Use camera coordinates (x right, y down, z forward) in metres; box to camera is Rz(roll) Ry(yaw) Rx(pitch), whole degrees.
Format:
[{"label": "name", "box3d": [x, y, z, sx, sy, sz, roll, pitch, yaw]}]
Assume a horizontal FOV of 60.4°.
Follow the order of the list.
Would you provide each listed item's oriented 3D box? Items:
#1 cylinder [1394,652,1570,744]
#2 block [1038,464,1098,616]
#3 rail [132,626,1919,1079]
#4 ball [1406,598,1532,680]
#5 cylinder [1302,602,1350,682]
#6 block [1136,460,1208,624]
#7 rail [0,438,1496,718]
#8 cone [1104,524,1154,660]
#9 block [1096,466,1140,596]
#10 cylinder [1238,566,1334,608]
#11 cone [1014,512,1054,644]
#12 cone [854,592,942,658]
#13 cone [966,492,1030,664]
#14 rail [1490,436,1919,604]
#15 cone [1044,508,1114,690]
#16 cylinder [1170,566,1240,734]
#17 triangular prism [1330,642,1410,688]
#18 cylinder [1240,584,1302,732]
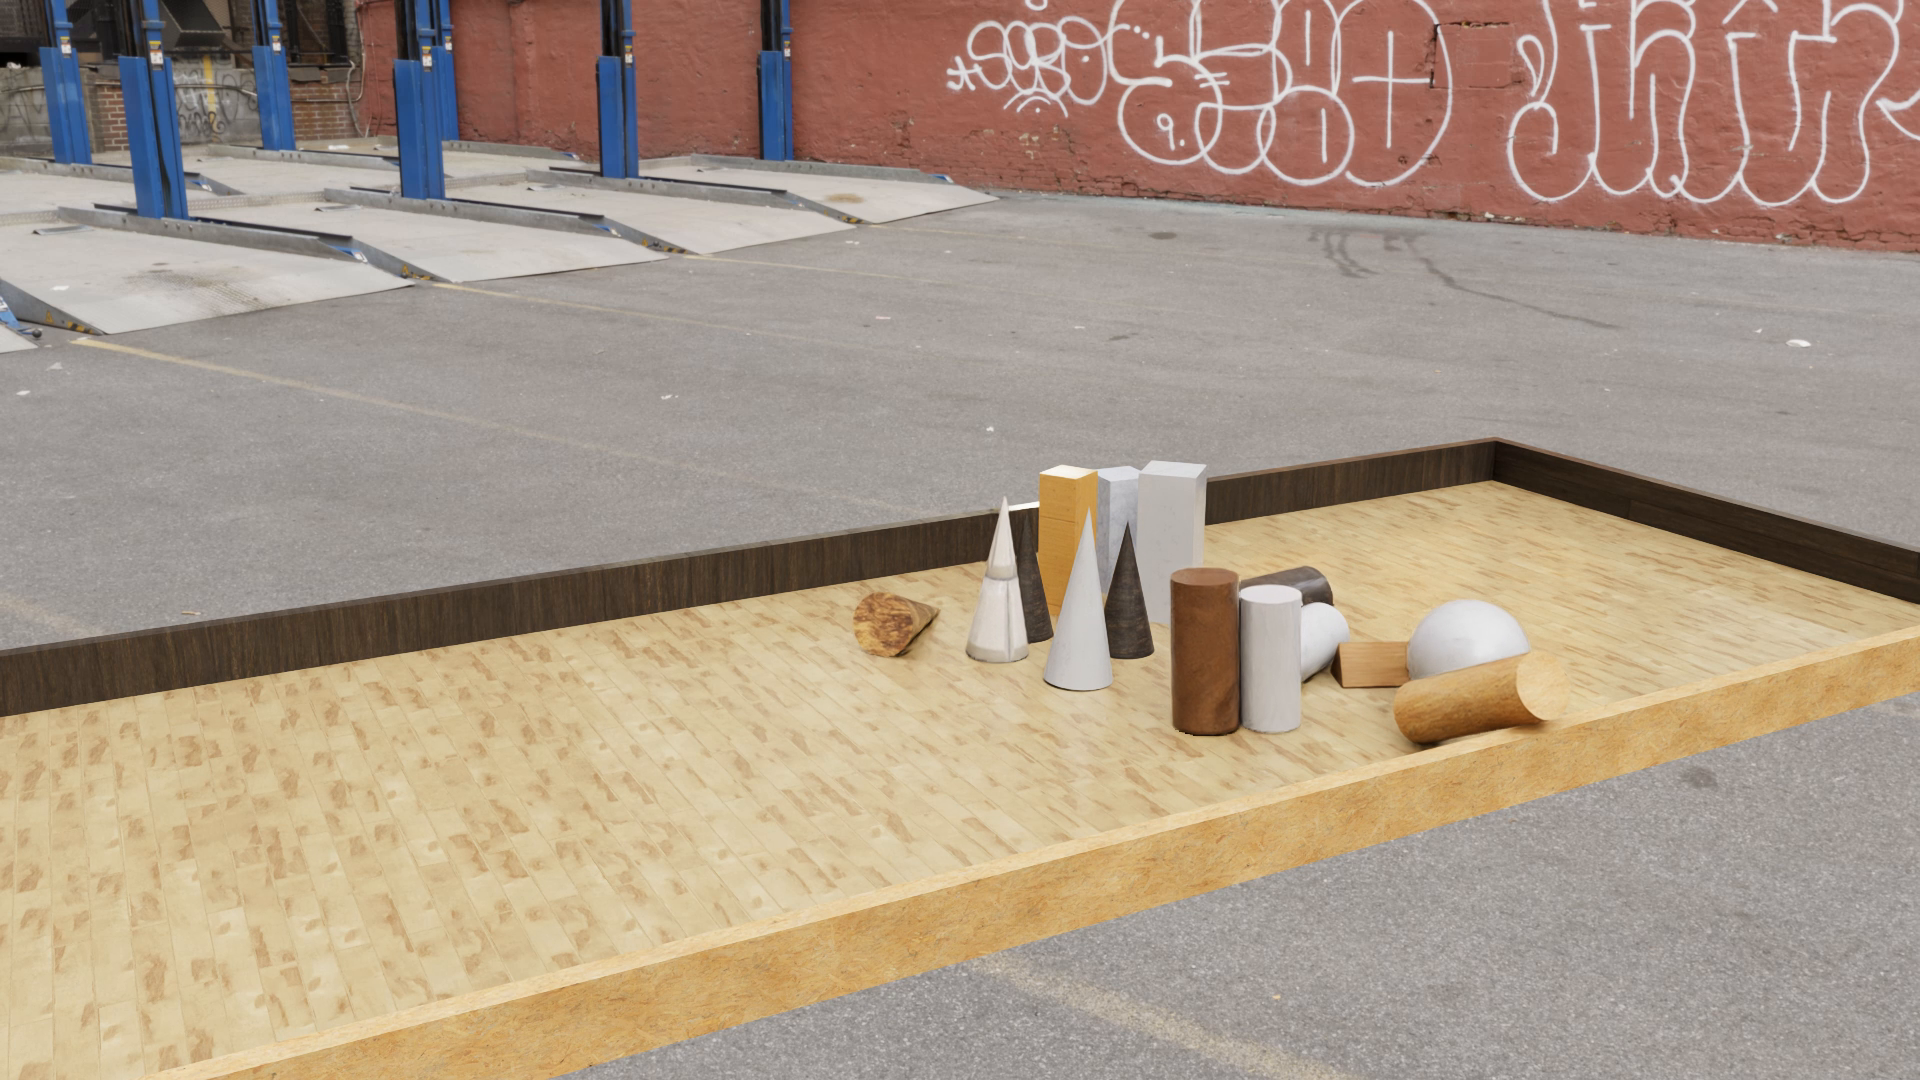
[{"label": "cylinder", "box3d": [1.135, 0.349, 3.611, 0.146, 0.146, 0.391, -9, -10, -27]}, {"label": "block", "box3d": [0.301, 0.005, 4.624, 0.118, 0.403, 0.118, 11, 20, 33]}, {"label": "rail", "box3d": [-2.336, 1.006, 1.665, 12.000, 0.150, 0.050, -9, 18, -27]}, {"label": "ball", "box3d": [1.201, 0.281, 3.897, 0.283, 0.283, 0.283, 0, 16, 0]}, {"label": "cylinder", "box3d": [0.832, 0.275, 4.135, 0.160, 0.160, 0.330, 12, 20, 36]}, {"label": "block", "box3d": [0.585, 0.007, 4.583, 0.157, 0.421, 0.157, 6, 17, 19]}, {"label": "rail", "box3d": [-3.305, 0.497, 3.399, 12.000, 0.150, 0.050, -9, 18, -27]}, {"label": "cone", "box3d": [0.435, 0.118, 4.323, 0.162, 0.355, 0.162, 0, 16, 0]}, {"label": "block", "box3d": [0.466, -0.029, 4.845, 0.141, 0.343, 0.141, -7, 18, -23]}, {"label": "cylinder", "box3d": [0.814, 0.185, 4.412, 0.341, 0.177, 0.177, -11, 19, -32]}, {"label": "cone", "box3d": [0.177, 0.087, 4.439, 0.157, 0.349, 0.157, 0, 16, 0]}, {"label": "cone", "box3d": [-0.127, 0.209, 4.496, 0.171, 0.171, 0.409, 7, 6, 21]}, {"label": "cone", "box3d": [0.106, 0.084, 4.270, 0.169, 0.439, 0.169, 2, 20, -1]}, {"label": "rail", "box3d": [2.466, -0.048, 5.253, 0.050, 0.150, 2.100, -9, 18, -27]}, {"label": "cone", "box3d": [0.307, 0.131, 4.099, 0.178, 0.448, 0.178, 2, 16, -1]}, {"label": "cylinder", "box3d": [0.570, 0.256, 3.832, 0.156, 0.359, 0.156, -3, 15, 1]}, {"label": "triangular prism", "box3d": [1.127, 0.301, 4.145, 0.361, 0.099, 0.114, -1, 17, -3]}, {"label": "cylinder", "box3d": [0.723, 0.276, 3.847, 0.145, 0.314, 0.145, -3, 15, 1]}]
